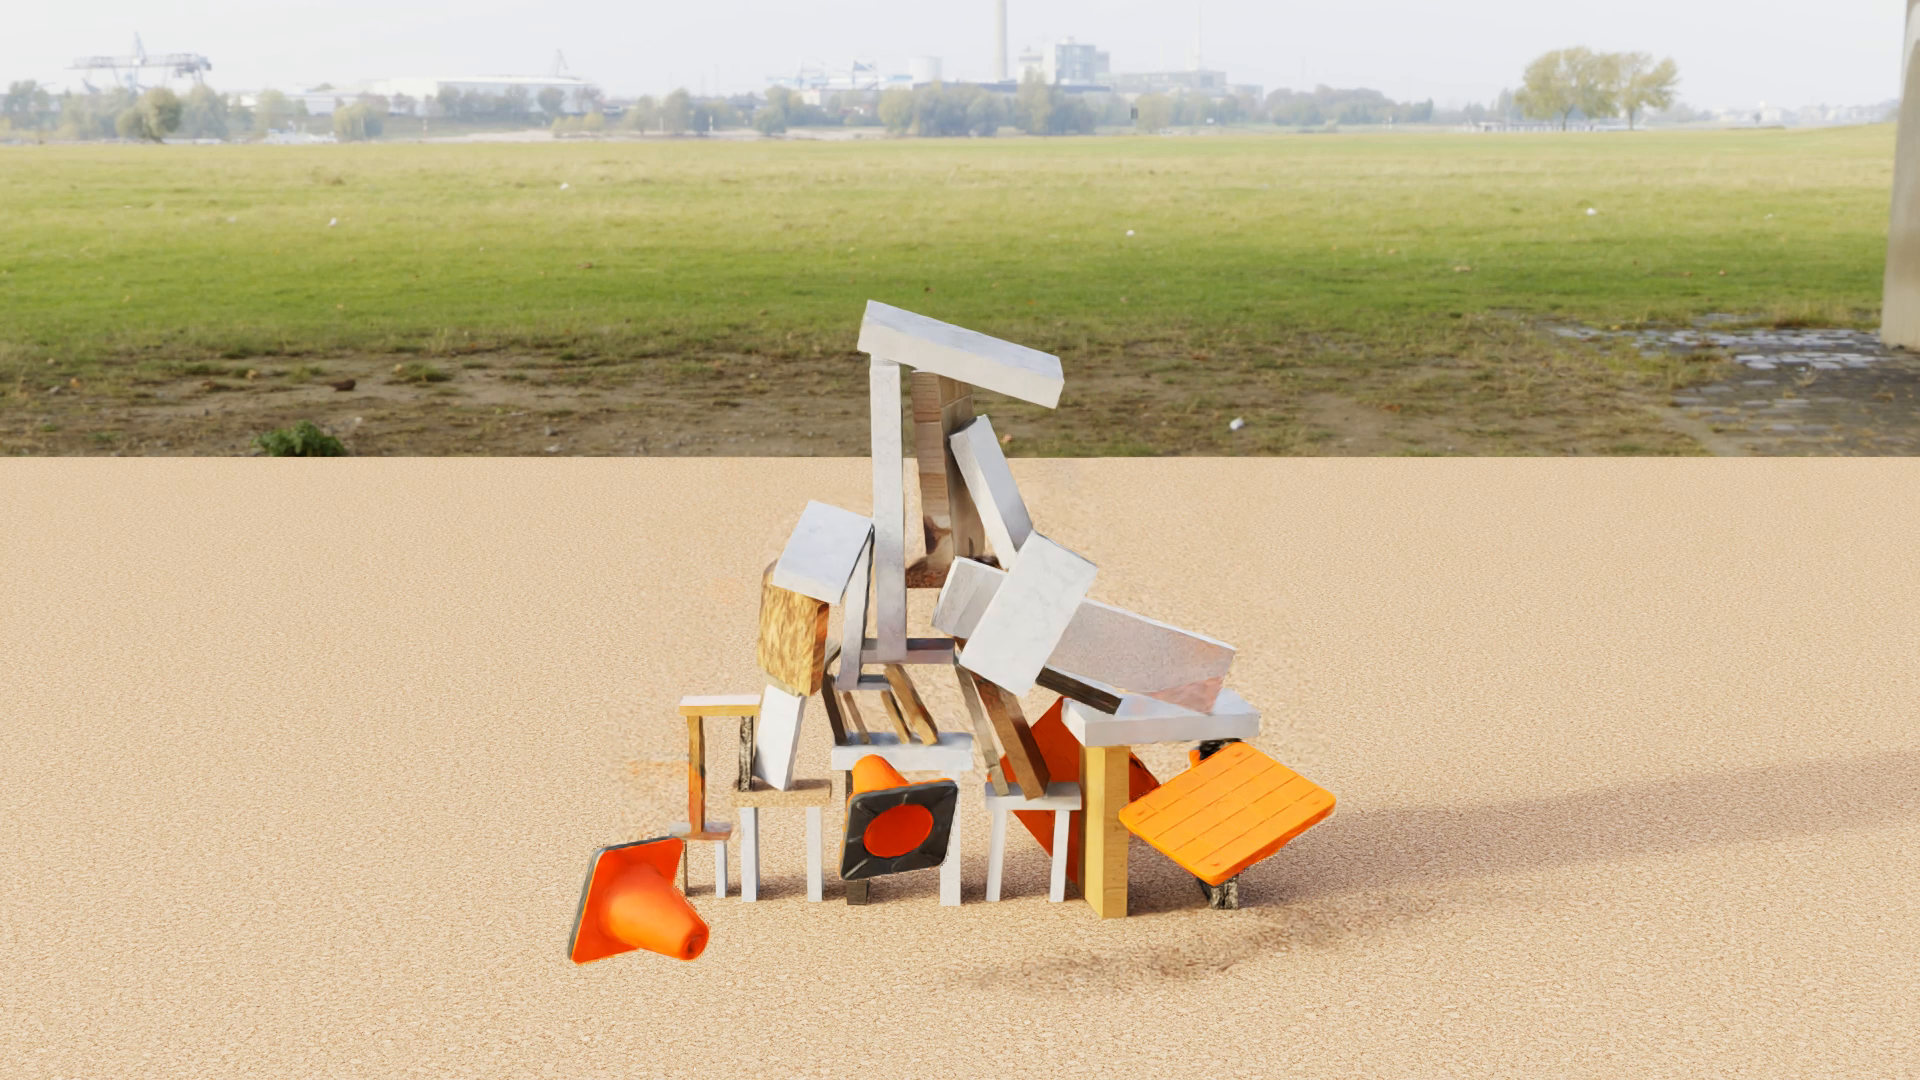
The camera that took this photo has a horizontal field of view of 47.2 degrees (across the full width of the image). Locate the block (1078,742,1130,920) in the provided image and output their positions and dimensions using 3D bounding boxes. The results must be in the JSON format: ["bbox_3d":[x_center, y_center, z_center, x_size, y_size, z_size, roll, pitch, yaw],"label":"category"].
[{"bbox_3d":[0.234,0.455,3.591,0.041,0.291,0.145,-2,12,-13],"label":"block"}]

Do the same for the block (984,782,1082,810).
[{"bbox_3d":[0.119,0.423,3.635,0.158,0.022,0.079,0,12,-1],"label":"block"}]

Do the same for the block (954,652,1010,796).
[{"bbox_3d":[0.034,0.301,3.604,0.021,0.233,0.075,-18,12,1],"label":"block"}]

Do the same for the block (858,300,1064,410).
[{"bbox_3d":[0.001,-0.296,3.490,0.323,0.046,0.162,16,18,-6],"label":"block"}]

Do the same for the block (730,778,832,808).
[{"bbox_3d":[-0.295,0.418,3.639,0.163,0.023,0.081,0,11,-1],"label":"block"}]

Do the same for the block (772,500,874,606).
[{"bbox_3d":[-0.210,0.017,3.390,0.107,0.030,0.214,18,32,2],"label":"block"}]

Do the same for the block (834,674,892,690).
[{"bbox_3d":[-0.159,0.234,3.602,0.094,0.013,0.047,0,13,-3],"label":"block"}]

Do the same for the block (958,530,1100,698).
[{"bbox_3d":[0.104,0.113,3.341,0.115,0.230,0.033,29,8,-6],"label":"block"}]

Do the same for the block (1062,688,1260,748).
[{"bbox_3d":[0.325,0.288,3.579,0.291,0.041,0.145,-2,12,-12],"label":"block"}]

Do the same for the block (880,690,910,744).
[{"bbox_3d":[-0.106,0.286,3.614,0.013,0.094,0.047,-22,10,5],"label":"block"}]

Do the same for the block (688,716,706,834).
[{"bbox_3d":[-0.434,0.379,3.628,0.018,0.200,0.064,0,11,0],"label":"block"}]

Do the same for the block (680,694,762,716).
[{"bbox_3d":[-0.392,0.272,3.608,0.129,0.018,0.064,0,11,0],"label":"block"}]

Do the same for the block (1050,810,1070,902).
[{"bbox_3d":[0.166,0.512,3.650,0.022,0.157,0.079,4,12,2],"label":"block"}]

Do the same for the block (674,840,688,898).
[{"bbox_3d":[-0.464,0.540,3.664,0.014,0.101,0.050,0,11,0],"label":"block"}]

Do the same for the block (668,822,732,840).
[{"bbox_3d":[-0.431,0.483,3.654,0.101,0.014,0.050,0,11,0],"label":"block"}]

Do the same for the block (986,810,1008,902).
[{"bbox_3d":[0.060,0.511,3.654,0.022,0.157,0.079,5,12,0],"label":"block"}]

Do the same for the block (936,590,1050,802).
[{"bbox_3d":[0.057,0.242,3.594,0.030,0.367,0.108,-22,8,11],"label":"block"}]

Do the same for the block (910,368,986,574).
[{"bbox_3d":[-0.018,-0.122,3.546,0.046,0.323,0.162,-1,12,19],"label":"block"}]

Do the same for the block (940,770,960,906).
[{"bbox_3d":[-0.015,0.477,3.647,0.033,0.230,0.115,0,11,0],"label":"block"}]

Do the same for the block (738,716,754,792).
[{"bbox_3d":[-0.352,0.344,3.620,0.018,0.129,0.064,3,10,-2],"label":"block"}]

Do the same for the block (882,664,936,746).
[{"bbox_3d":[-0.083,0.259,3.608,0.021,0.149,0.075,-27,13,5],"label":"block"}]

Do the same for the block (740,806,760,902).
[{"bbox_3d":[-0.349,0.510,3.655,0.023,0.163,0.081,0,11,-1],"label":"block"}]

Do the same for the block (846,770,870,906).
[{"bbox_3d":[-0.169,0.477,3.648,0.033,0.230,0.115,0,11,0],"label":"block"}]

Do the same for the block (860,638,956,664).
[{"bbox_3d":[-0.083,0.180,3.585,0.149,0.021,0.075,0,14,3],"label":"block"}]

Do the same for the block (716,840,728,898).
[{"bbox_3d":[-0.397,0.540,3.664,0.014,0.101,0.050,0,11,0],"label":"block"}]

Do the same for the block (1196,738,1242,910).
[{"bbox_3d":[0.427,0.448,3.636,0.041,0.291,0.145,-1,11,-4],"label":"block"}]

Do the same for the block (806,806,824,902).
[{"bbox_3d":[-0.241,0.509,3.658,0.023,0.163,0.081,0,11,0],"label":"block"}]

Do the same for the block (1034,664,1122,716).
[{"bbox_3d":[0.149,0.213,3.537,0.215,0.030,0.108,23,10,-13],"label":"block"}]

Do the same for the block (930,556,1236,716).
[{"bbox_3d":[0.196,0.152,3.465,0.476,0.115,0.033,18,12,-13],"label":"block"}]

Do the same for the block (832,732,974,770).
[{"bbox_3d":[-0.092,0.347,3.624,0.230,0.033,0.115,0,11,0],"label":"block"}]

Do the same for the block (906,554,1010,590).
[{"bbox_3d":[0.027,0.050,3.577,0.215,0.030,0.108,-2,12,10],"label":"block"}]

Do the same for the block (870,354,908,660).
[{"bbox_3d":[-0.113,-0.055,3.521,0.046,0.467,0.162,-1,14,-1],"label":"block"}]

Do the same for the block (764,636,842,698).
[{"bbox_3d":[-0.251,0.196,3.529,0.066,0.019,0.131,25,43,18],"label":"block"}]

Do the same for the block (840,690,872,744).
[{"bbox_3d":[-0.172,0.287,3.610,0.013,0.094,0.047,-24,14,-5],"label":"block"}]

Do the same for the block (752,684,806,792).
[{"bbox_3d":[-0.293,0.310,3.565,0.066,0.208,0.019,27,36,20],"label":"block"}]

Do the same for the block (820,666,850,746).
[{"bbox_3d":[-0.208,0.266,3.612,0.019,0.131,0.066,-15,10,3],"label":"block"}]

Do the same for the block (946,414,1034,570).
[{"bbox_3d":[0.055,-0.078,3.531,0.033,0.230,0.115,-20,9,23],"label":"block"}]

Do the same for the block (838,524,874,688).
[{"bbox_3d":[-0.167,0.100,3.573,0.030,0.257,0.107,6,14,1],"label":"block"}]

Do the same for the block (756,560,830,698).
[{"bbox_3d":[-0.260,0.139,3.412,0.107,0.214,0.030,30,48,20],"label":"block"}]
